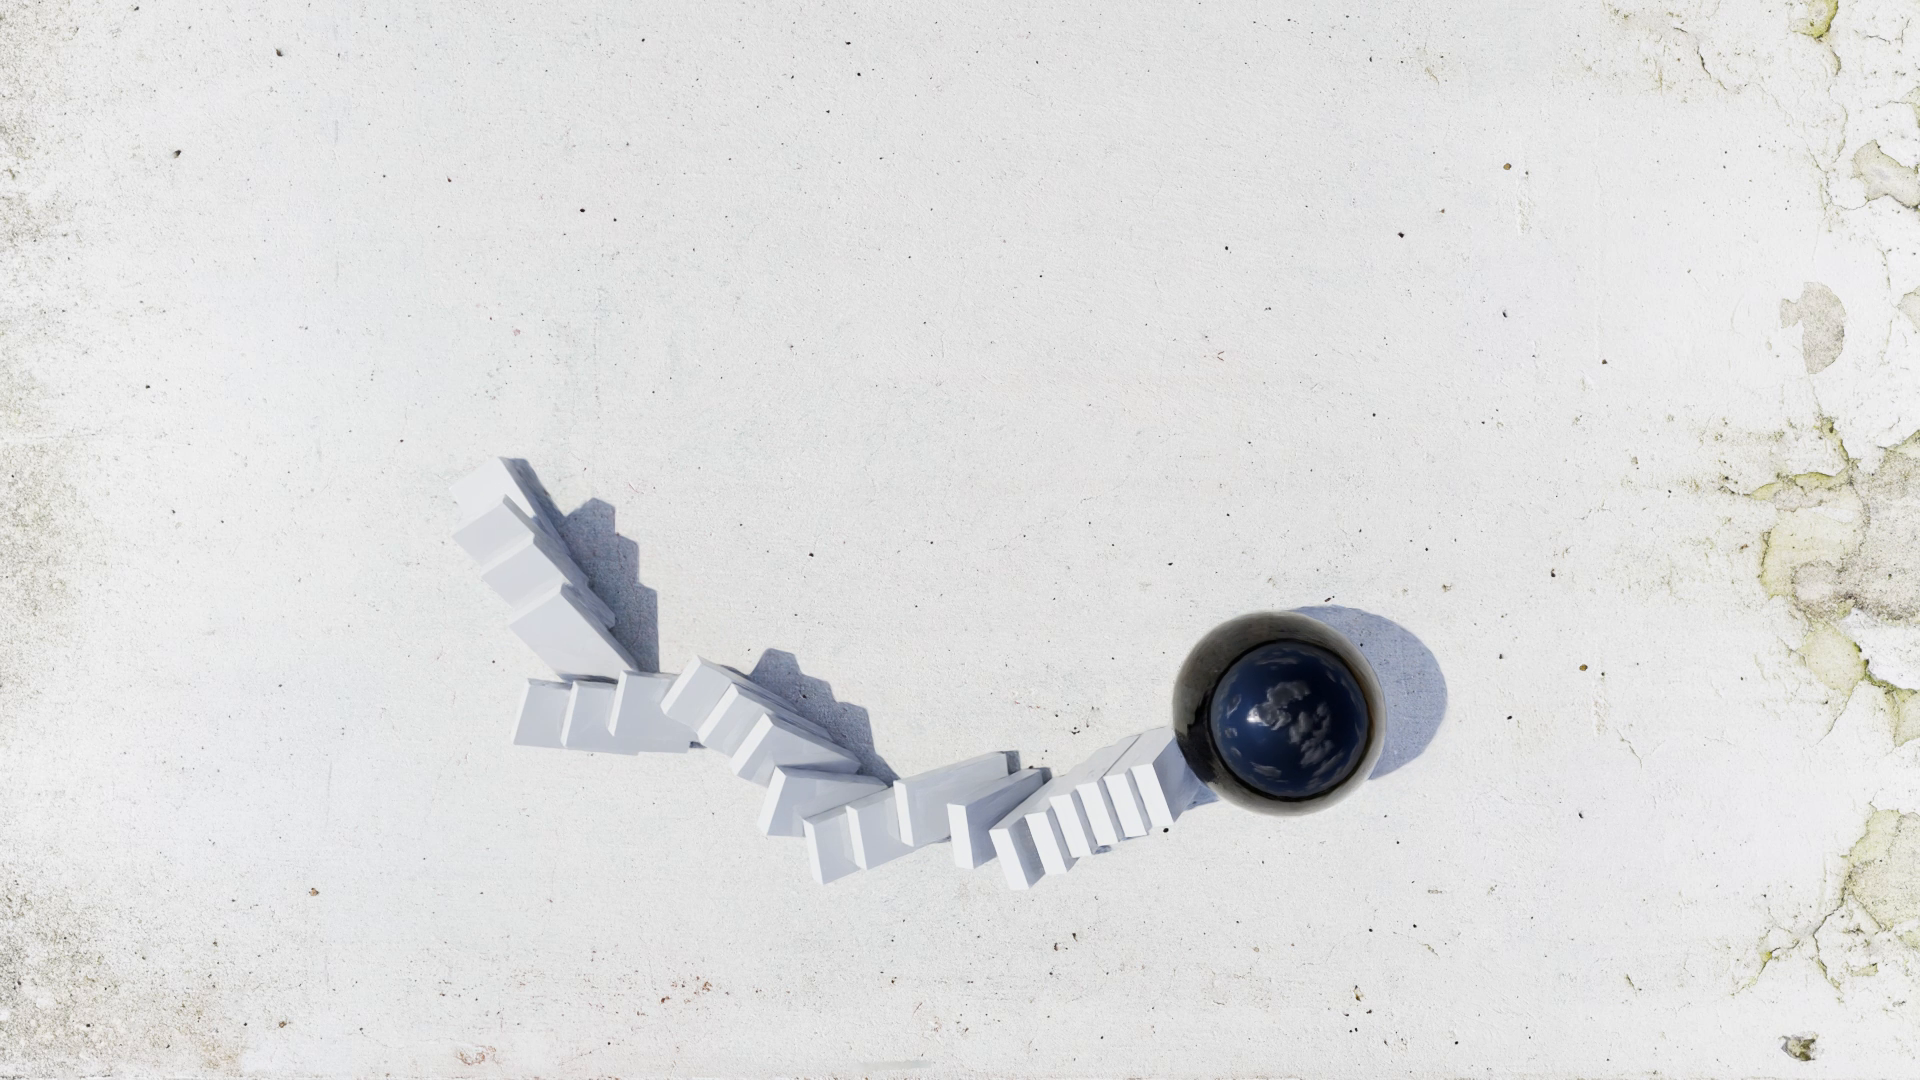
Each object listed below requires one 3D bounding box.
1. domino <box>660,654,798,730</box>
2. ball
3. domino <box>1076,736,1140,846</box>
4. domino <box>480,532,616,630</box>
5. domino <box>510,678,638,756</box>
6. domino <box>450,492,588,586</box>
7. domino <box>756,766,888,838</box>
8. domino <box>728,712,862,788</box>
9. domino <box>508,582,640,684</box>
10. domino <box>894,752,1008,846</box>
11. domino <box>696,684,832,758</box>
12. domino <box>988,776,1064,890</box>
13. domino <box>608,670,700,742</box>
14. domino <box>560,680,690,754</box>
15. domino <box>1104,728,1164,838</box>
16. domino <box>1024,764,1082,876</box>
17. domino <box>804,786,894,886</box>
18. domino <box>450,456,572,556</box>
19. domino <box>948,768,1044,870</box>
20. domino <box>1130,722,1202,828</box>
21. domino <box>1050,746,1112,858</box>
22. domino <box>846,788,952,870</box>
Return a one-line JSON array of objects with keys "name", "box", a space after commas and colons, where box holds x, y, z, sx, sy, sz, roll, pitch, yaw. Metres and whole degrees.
[{"name": "domino", "box": [-0.095, 0.070, 0.382, 0.050, 0.009, 0.025, 36, 88, -33]}, {"name": "ball", "box": [0.124, 0.068, 0.360, 0.080, 0.080, 0.080, 0, 90, 0]}, {"name": "domino", "box": [0.066, 0.102, 0.376, 0.009, 0.050, 0.025, -20, 90, 32]}, {"name": "domino", "box": [-0.171, 0.024, 0.383, 0.025, 0.010, 0.050, -33, 123, 0]}, {"name": "domino", "box": [-0.157, 0.074, 0.382, 0.050, 0.009, 0.025, 15, 93, -33]}, {"name": "domino", "box": [-0.182, 0.007, 0.381, 0.025, 0.010, 0.050, -33, 123, 0]}, {"name": "domino", "box": [-0.056, 0.110, 0.381, 0.050, 0.009, 0.025, 18, 91, -37]}, {"name": "domino", "box": [-0.068, 0.093, 0.381, 0.050, 0.010, 0.025, 36, 90, -38]}, {"name": "domino", "box": [-0.161, 0.044, 0.384, 0.025, 0.010, 0.050, -32, 119, 0]}, {"name": "domino", "box": [-0.002, 0.107, 0.382, 0.050, 0.010, 0.025, -8, 90, -33]}, {"name": "domino", "box": [-0.081, 0.082, 0.382, 0.050, 0.009, 0.025, 36, 90, -33]}, {"name": "domino", "box": [0.034, 0.120, 0.377, 0.009, 0.050, 0.025, -20, 90, 38]}, {"name": "domino", "box": [-0.117, 0.070, 0.382, 0.050, 0.010, 0.025, 12, 90, -33]}, {"name": "domino", "box": [-0.137, 0.074, 0.382, 0.050, 0.010, 0.025, 12, 91, -33]}, {"name": "domino", "box": [0.076, 0.098, 0.376, 0.010, 0.050, 0.025, -20, 90, 32]}, {"name": "domino", "box": [0.046, 0.113, 0.376, 0.009, 0.050, 0.025, -20, 90, 32]}, {"name": "domino", "box": [-0.039, 0.121, 0.381, 0.050, 0.009, 0.025, -12, 96, -33]}, {"name": "domino", "box": [-0.194, -0.008, 0.395, 0.025, 0.009, 0.050, -33, 90, 0]}, {"name": "domino", "box": [0.017, 0.114, 0.378, 0.009, 0.050, 0.025, -8, 90, 42]}, {"name": "domino", "box": [0.087, 0.095, 0.376, 0.009, 0.050, 0.025, -20, 90, 32]}, {"name": "domino", "box": [0.055, 0.106, 0.376, 0.009, 0.050, 0.025, -20, 90, 32]}, {"name": "domino", "box": [-0.021, 0.115, 0.382, 0.050, 0.010, 0.025, -12, 95, -33]}]
